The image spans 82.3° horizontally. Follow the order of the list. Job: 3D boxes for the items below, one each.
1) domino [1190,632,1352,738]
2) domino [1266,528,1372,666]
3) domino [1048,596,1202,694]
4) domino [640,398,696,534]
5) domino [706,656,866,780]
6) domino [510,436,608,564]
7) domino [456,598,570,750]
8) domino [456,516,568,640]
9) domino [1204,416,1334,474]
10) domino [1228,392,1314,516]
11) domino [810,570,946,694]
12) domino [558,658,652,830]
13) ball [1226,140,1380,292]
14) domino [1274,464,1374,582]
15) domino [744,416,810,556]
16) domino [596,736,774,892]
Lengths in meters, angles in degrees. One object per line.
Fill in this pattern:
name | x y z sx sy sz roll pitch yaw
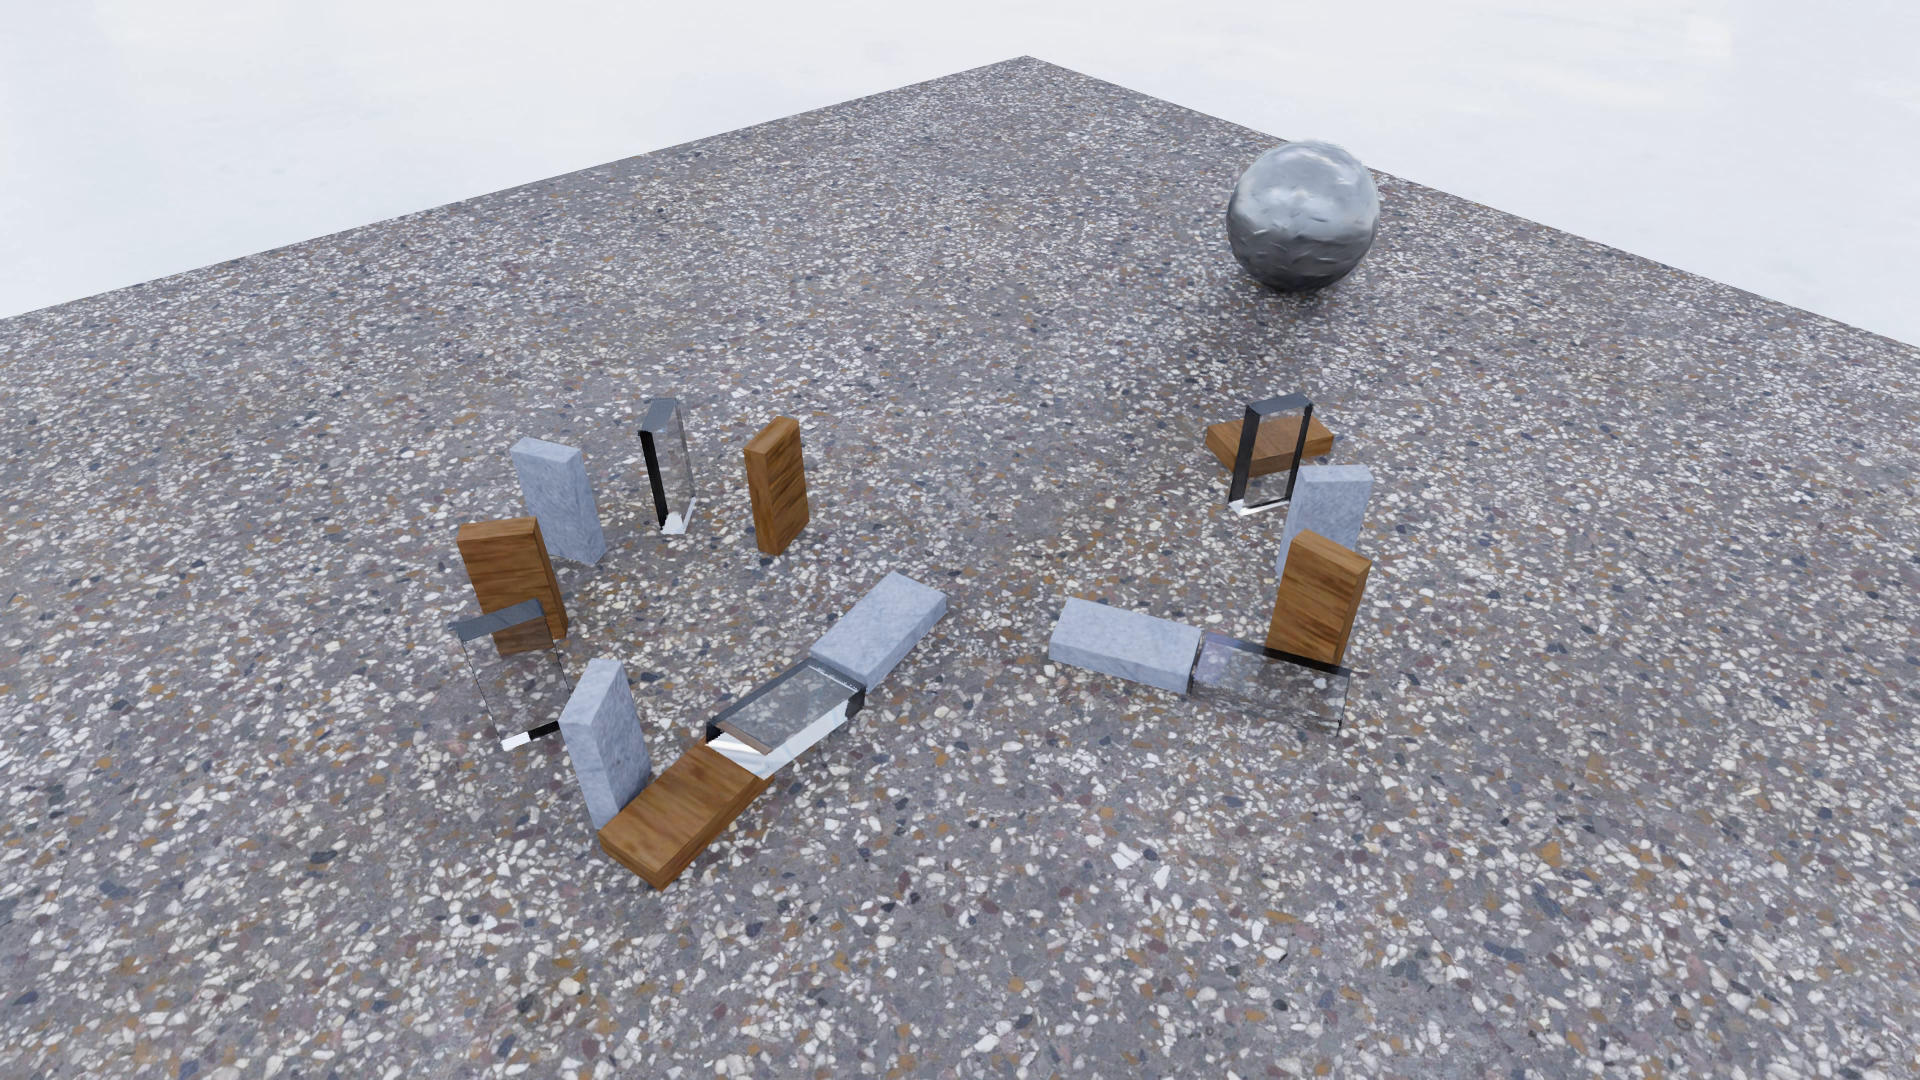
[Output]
domino | 0.108 0.050 0.383 0.050 0.010 0.025 14 41 17
domino | 0.124 0.023 0.383 0.025 0.050 0.010 32 49 33
domino | 0.060 0.038 0.398 0.050 0.009 0.025 13 41 16
domino | -0.118 -0.030 0.448 0.010 0.050 0.025 1 39 1
domino | -0.057 0.058 0.364 0.025 0.009 0.050 24 32 26
domino | -0.156 -0.015 0.430 0.025 0.050 0.010 13 41 15
domino | -0.143 0.044 0.358 0.025 0.050 0.010 -20 43 -23
domino | -0.159 0.015 0.393 0.025 0.050 0.010 -6 40 -8
domino | 0.140 -0.046 0.499 0.050 0.009 0.025 -12 41 -14
domino | 0.128 -0.035 0.454 0.025 0.050 0.010 -14 41 -16
domino | -0.029 0.033 0.403 0.025 0.009 0.050 22 44 25
domino | -0.107 0.063 0.335 0.010 0.050 0.025 5 40 6
ball | 0.187 -0.177 0.604 0.080 0.080 0.080 0 39 0
domino | 0.138 -0.005 0.418 0.025 0.050 0.010 -1 39 -1
domino | -0.072 -0.021 0.437 0.009 0.050 0.025 16 42 18
domino | -0.084 0.083 0.343 0.025 0.010 0.050 23 45 26
